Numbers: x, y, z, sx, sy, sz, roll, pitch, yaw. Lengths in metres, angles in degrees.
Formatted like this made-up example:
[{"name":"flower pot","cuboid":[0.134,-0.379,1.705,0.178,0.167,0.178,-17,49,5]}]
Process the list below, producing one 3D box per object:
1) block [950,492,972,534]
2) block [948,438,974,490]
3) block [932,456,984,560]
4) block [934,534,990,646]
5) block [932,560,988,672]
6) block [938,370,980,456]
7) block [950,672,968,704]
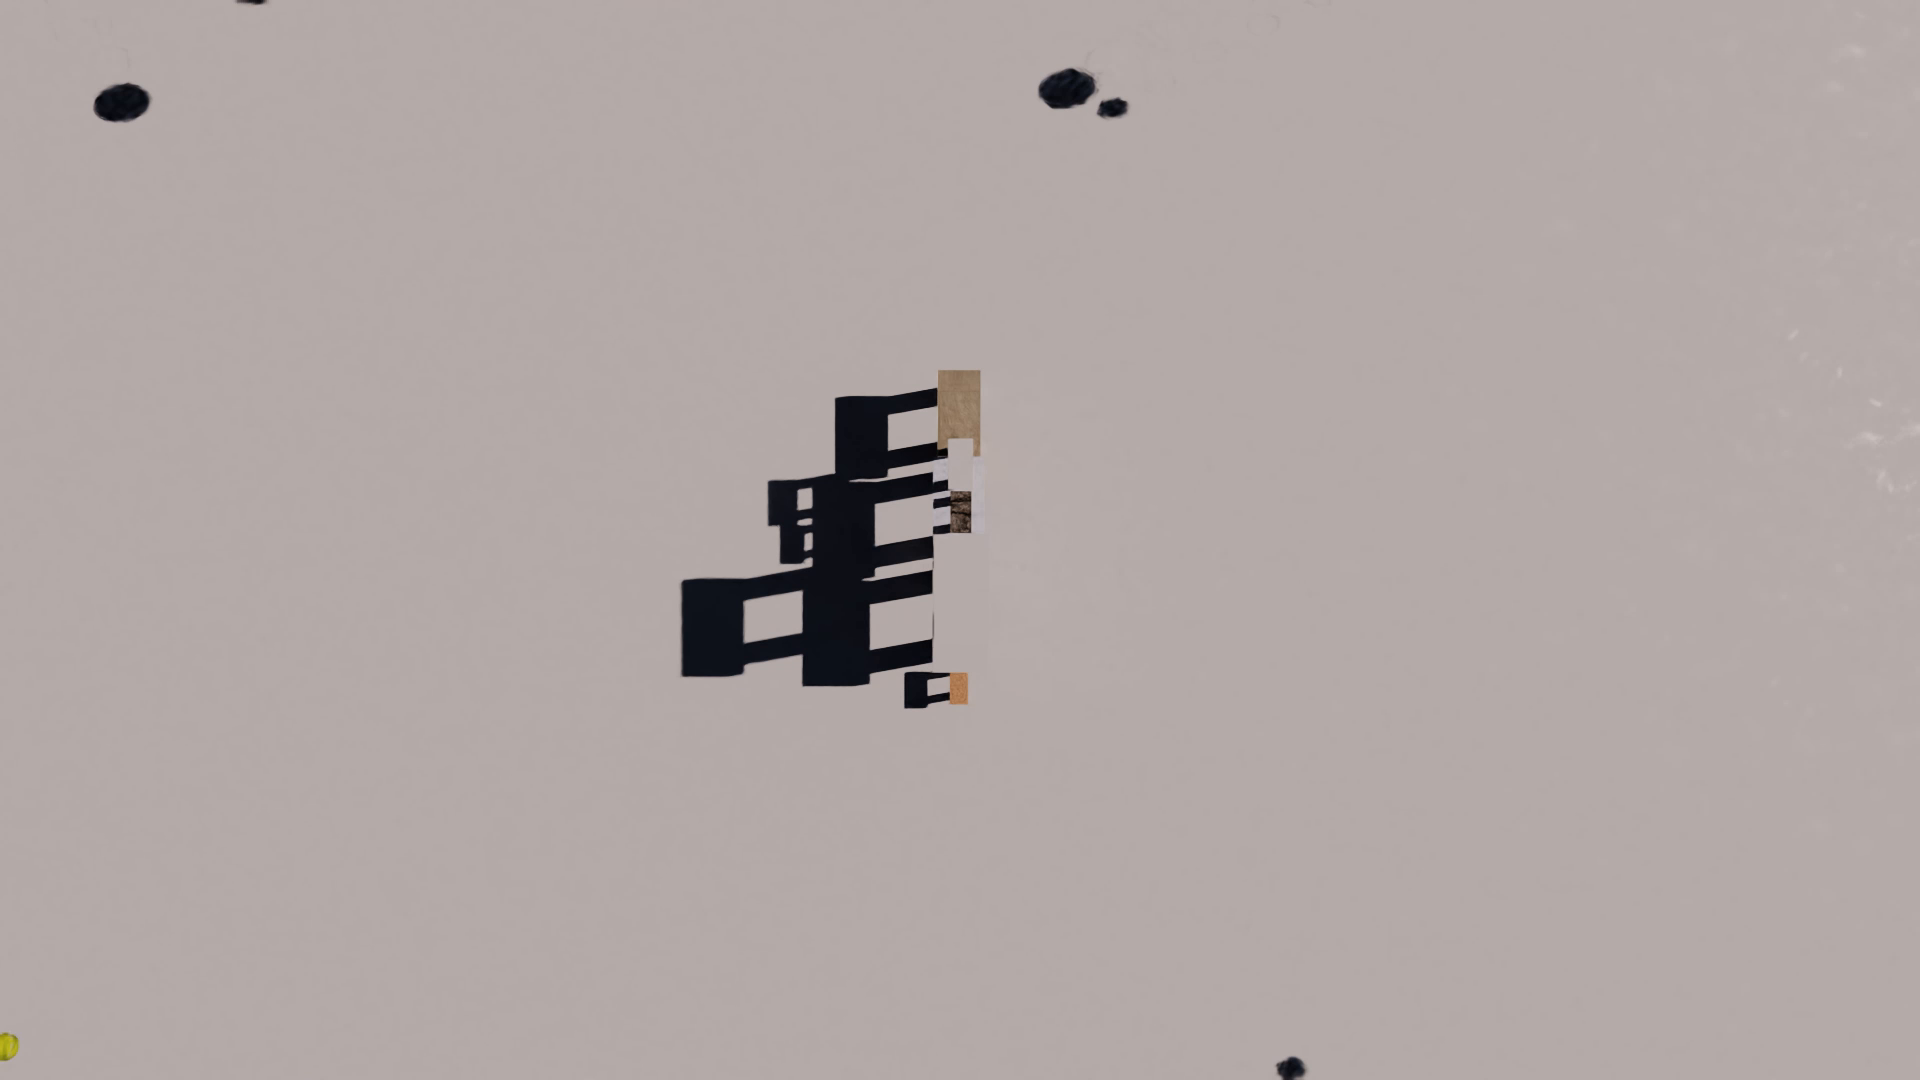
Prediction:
[{"name":"block","cuboid":[0.003,-0.085,4.999,0.063,0.018,0.127,0,90,0]},{"name":"block","cuboid":[0.002,-0.229,4.972,0.076,0.022,0.152,0,90,0]},{"name":"block","cuboid":[-0.004,-0.099,5.158,0.160,0.045,0.319,0,90,0]},{"name":"block","cuboid":[0.005,0.145,4.762,0.161,0.046,0.321,0,90,0]},{"name":"block","cuboid":[0.001,0.238,5.131,0.172,0.049,0.345,0,90,0]},{"name":"block","cuboid":[-0.003,-0.399,5.210,0.135,0.038,0.271,0,90,0]},{"name":"block","cuboid":[-0.003,0.475,5.372,0.060,0.017,0.120,0,90,0]}]
